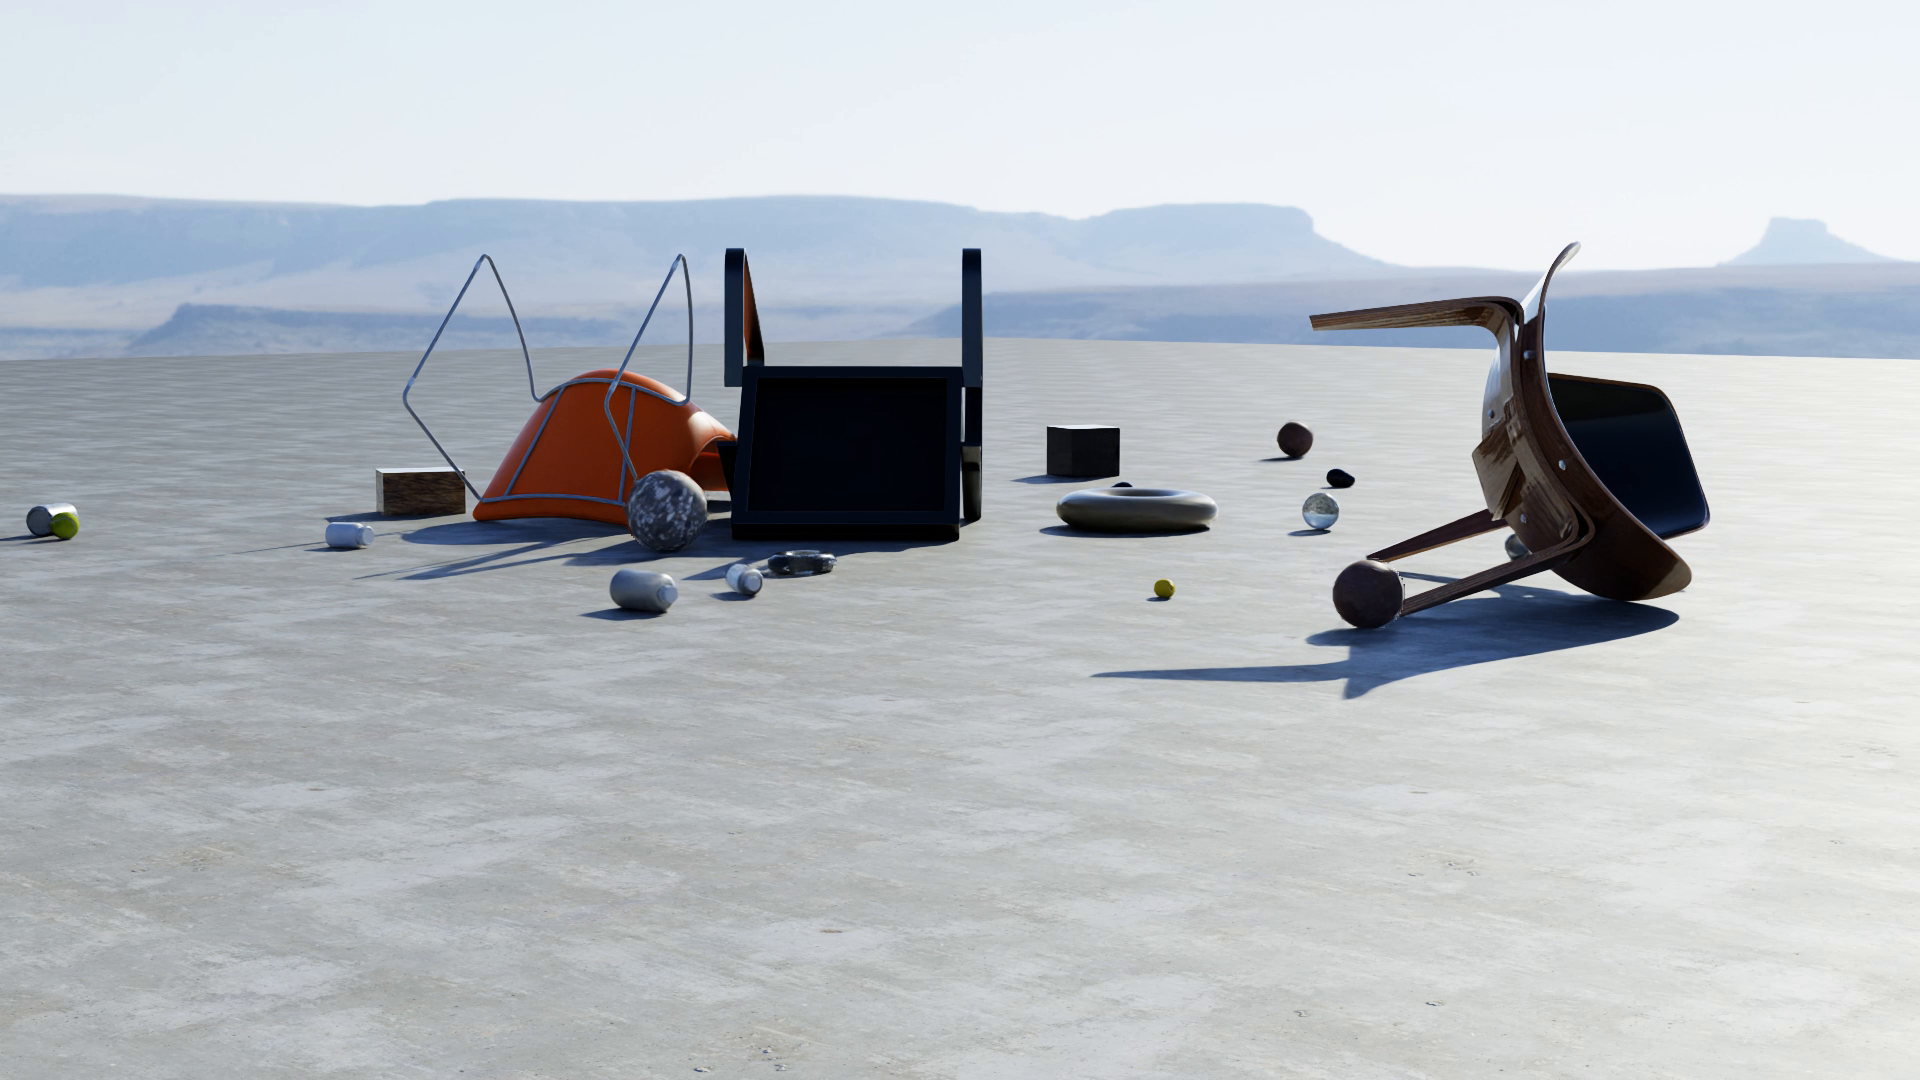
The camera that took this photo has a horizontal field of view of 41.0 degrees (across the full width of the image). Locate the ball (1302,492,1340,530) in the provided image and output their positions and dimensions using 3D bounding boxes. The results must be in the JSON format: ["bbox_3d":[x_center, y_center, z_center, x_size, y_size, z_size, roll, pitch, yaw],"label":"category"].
[{"bbox_3d":[0.938,-0.075,6.667,0.098,0.098,0.098,0,6,0],"label":"ball"}]

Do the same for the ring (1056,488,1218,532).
[{"bbox_3d":[0.466,-0.080,6.740,0.429,0.092,0.374,0,7,-3],"label":"ring"}]

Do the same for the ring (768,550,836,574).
[{"bbox_3d":[-0.352,0.050,5.722,0.132,0.044,0.184,5,7,35],"label":"ring"}]

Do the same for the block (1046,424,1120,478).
[{"bbox_3d":[0.407,-0.295,8.492,0.180,0.160,0.175,-3,7,-26],"label":"block"}]

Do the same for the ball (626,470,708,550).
[{"bbox_3d":[-0.704,-0.072,6.153,0.196,0.196,0.196,0,6,0],"label":"ball"}]

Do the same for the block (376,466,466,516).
[{"bbox_3d":[-1.504,-0.136,7.152,0.224,0.119,0.150,-2,6,-20],"label":"block"}]
